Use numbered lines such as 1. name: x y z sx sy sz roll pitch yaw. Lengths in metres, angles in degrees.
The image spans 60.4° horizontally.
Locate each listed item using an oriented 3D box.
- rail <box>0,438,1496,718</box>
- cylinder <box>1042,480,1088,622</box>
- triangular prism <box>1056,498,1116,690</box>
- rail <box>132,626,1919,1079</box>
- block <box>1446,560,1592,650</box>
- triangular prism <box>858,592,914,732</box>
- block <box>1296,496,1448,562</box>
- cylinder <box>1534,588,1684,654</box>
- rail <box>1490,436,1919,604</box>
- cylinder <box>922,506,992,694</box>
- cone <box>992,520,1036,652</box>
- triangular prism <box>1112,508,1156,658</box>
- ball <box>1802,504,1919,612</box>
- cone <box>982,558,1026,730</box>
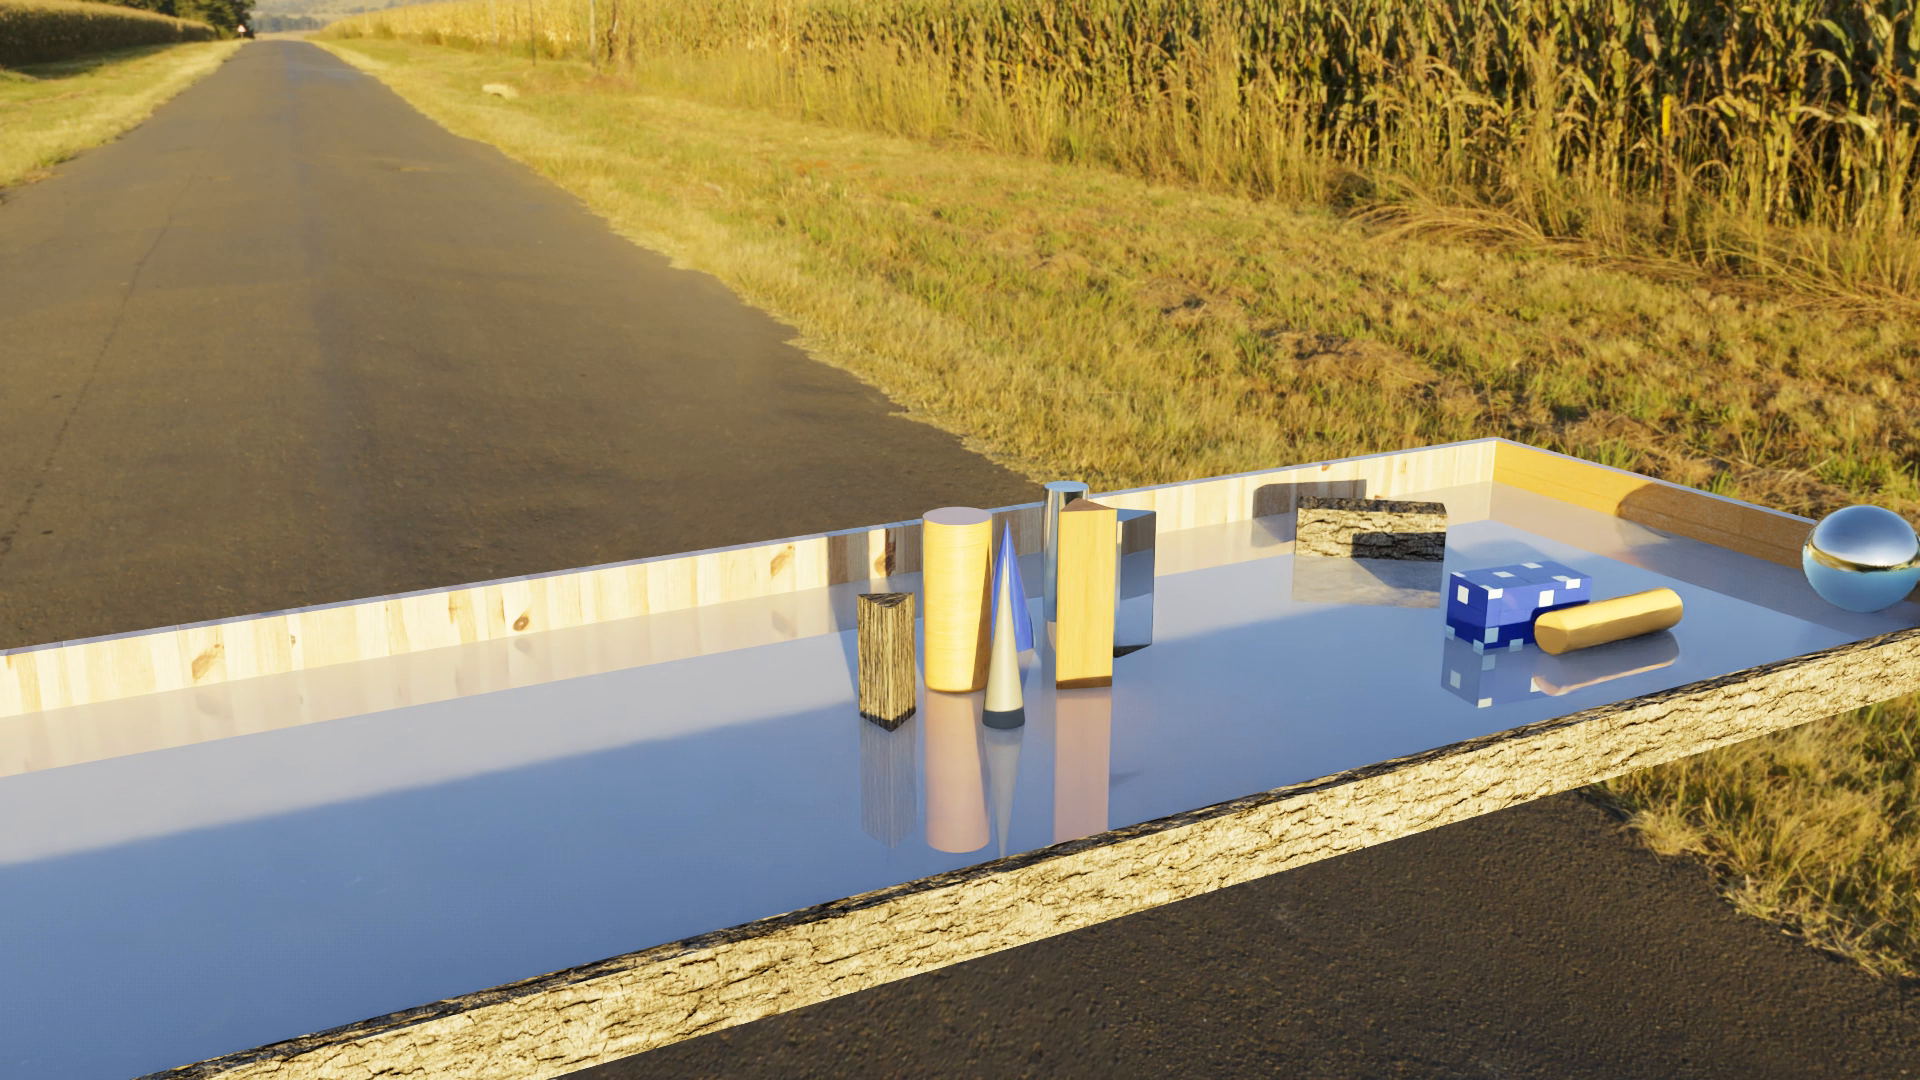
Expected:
1. rail: -3.305 0.497 3.399 12.000 0.150 0.050 -9 18 -27
2. cylinder: 0.293 0.033 4.574 0.122 0.376 0.122 0 16 0
3. triangular prism: 0.300 0.131 4.097 0.140 0.457 0.121 -3 17 -9
4. rail: -2.336 1.006 1.665 12.000 0.150 0.050 -9 18 -27
5. block: 1.513 0.174 4.471 0.333 0.165 0.165 -6 17 -19
6. triangular prism: -0.154 0.277 3.877 0.115 0.301 0.132 -12 20 -35
7. block: 1.293 -0.036 5.207 0.451 0.152 0.152 3 17 10
8. cylinder: 1.742 0.216 4.421 0.441 0.111 0.111 -9 18 -27
9. rail: 2.466 -0.048 5.253 0.050 0.150 2.100 -9 18 -27
10. cylinder: -0.006 0.149 4.084 0.170 0.432 0.170 0 16 0
11. cone: 0.124 0.109 4.374 0.163 0.345 0.163 0 16 0
12. triangular prism: 0.415 0.103 4.349 0.148 0.369 0.128 -16 23 -43
13. ball: 2.541 0.052 4.643 0.302 0.302 0.302 0 16 0
14. cone: 0.103 0.232 3.842 0.104 0.409 0.104 0 16 0
